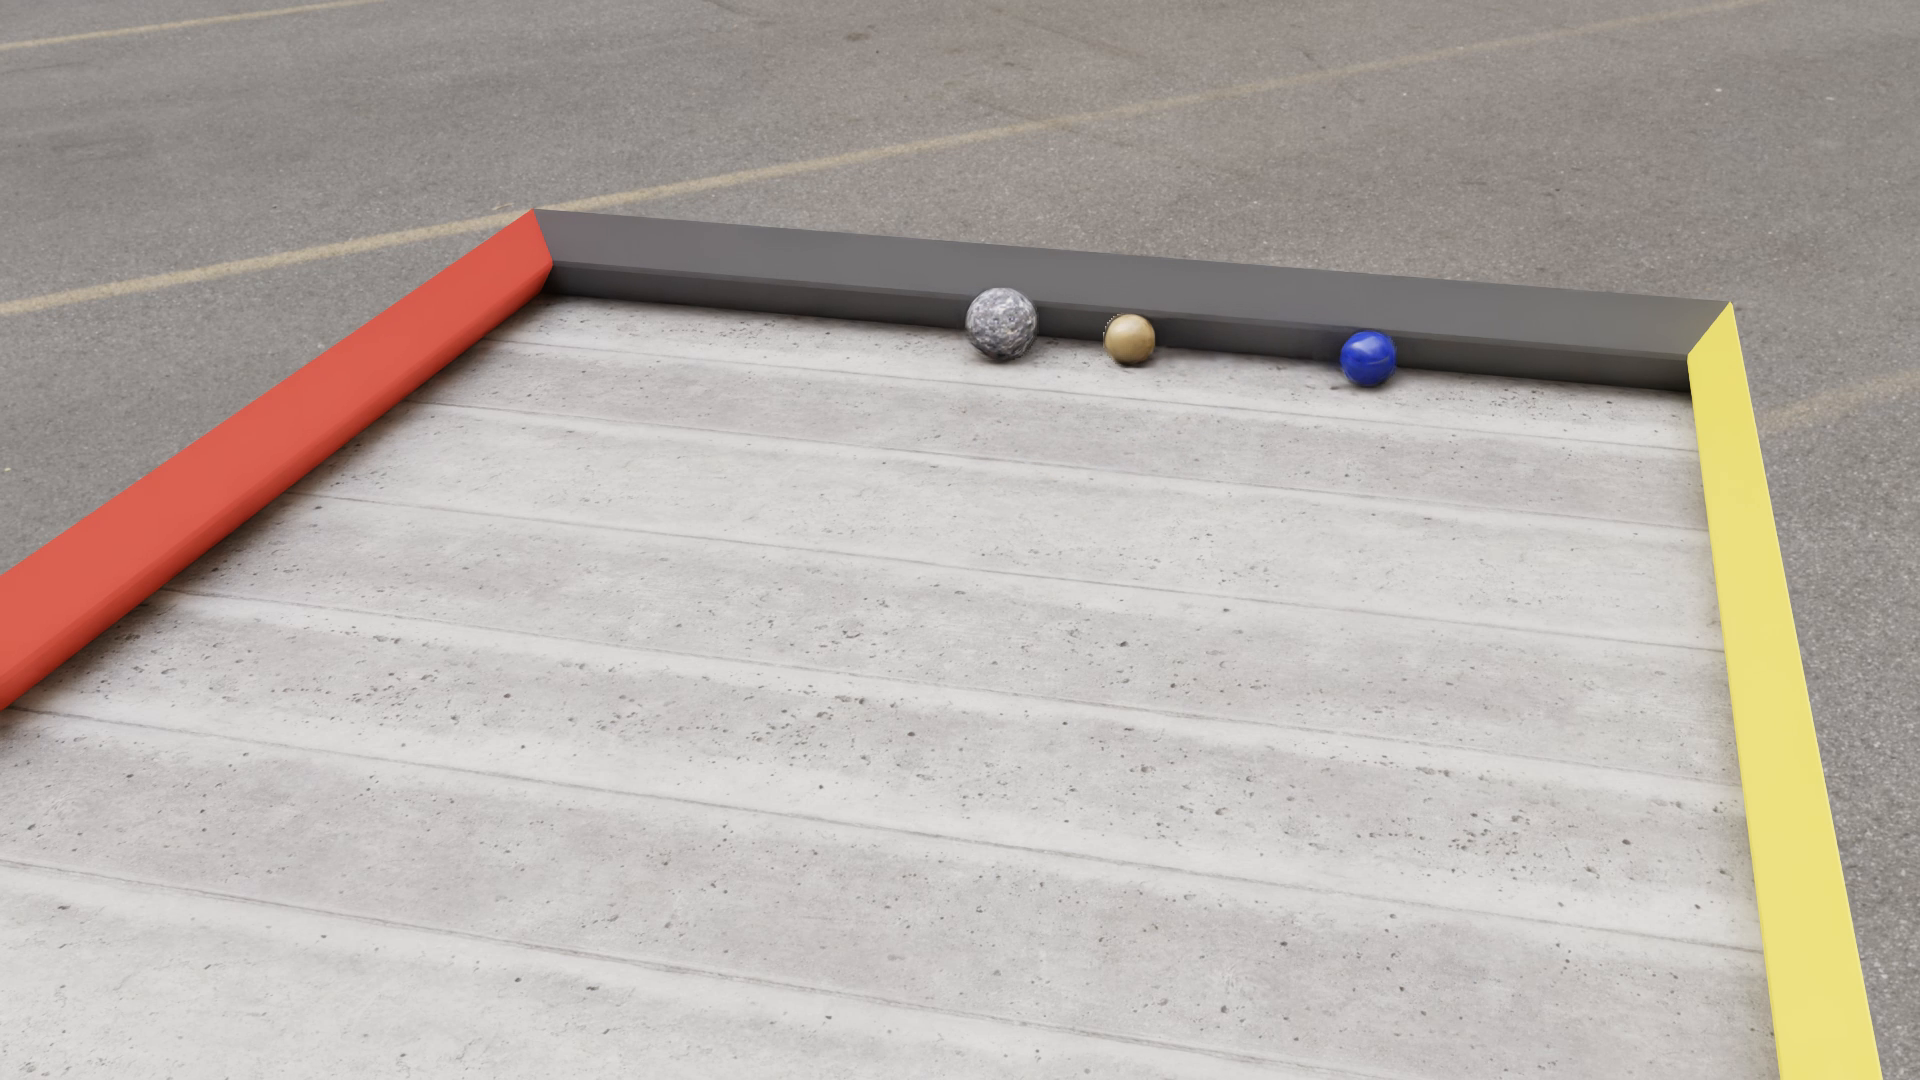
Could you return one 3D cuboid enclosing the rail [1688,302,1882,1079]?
[{"bbox_3d":[0.563,0.361,1.443,0.045,0.119,2.860,6,26,13],"label":"rail"}]

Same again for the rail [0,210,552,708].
[{"bbox_3d":[-0.913,0.200,1.779,0.045,0.119,2.860,6,26,13],"label":"rail"}]

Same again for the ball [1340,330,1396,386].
[{"bbox_3d":[0.506,-0.225,2.731,0.069,0.069,0.069,0,26,0],"label":"ball"}]

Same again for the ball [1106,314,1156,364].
[{"bbox_3d":[0.217,-0.256,2.800,0.064,0.064,0.064,0,26,0],"label":"ball"}]

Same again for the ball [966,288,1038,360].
[{"bbox_3d":[0.053,-0.277,2.812,0.092,0.092,0.092,0,26,0],"label":"ball"}]

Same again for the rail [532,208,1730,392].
[{"bbox_3d":[0.169,-0.307,2.842,1.570,0.119,0.045,6,26,13],"label":"rail"}]
